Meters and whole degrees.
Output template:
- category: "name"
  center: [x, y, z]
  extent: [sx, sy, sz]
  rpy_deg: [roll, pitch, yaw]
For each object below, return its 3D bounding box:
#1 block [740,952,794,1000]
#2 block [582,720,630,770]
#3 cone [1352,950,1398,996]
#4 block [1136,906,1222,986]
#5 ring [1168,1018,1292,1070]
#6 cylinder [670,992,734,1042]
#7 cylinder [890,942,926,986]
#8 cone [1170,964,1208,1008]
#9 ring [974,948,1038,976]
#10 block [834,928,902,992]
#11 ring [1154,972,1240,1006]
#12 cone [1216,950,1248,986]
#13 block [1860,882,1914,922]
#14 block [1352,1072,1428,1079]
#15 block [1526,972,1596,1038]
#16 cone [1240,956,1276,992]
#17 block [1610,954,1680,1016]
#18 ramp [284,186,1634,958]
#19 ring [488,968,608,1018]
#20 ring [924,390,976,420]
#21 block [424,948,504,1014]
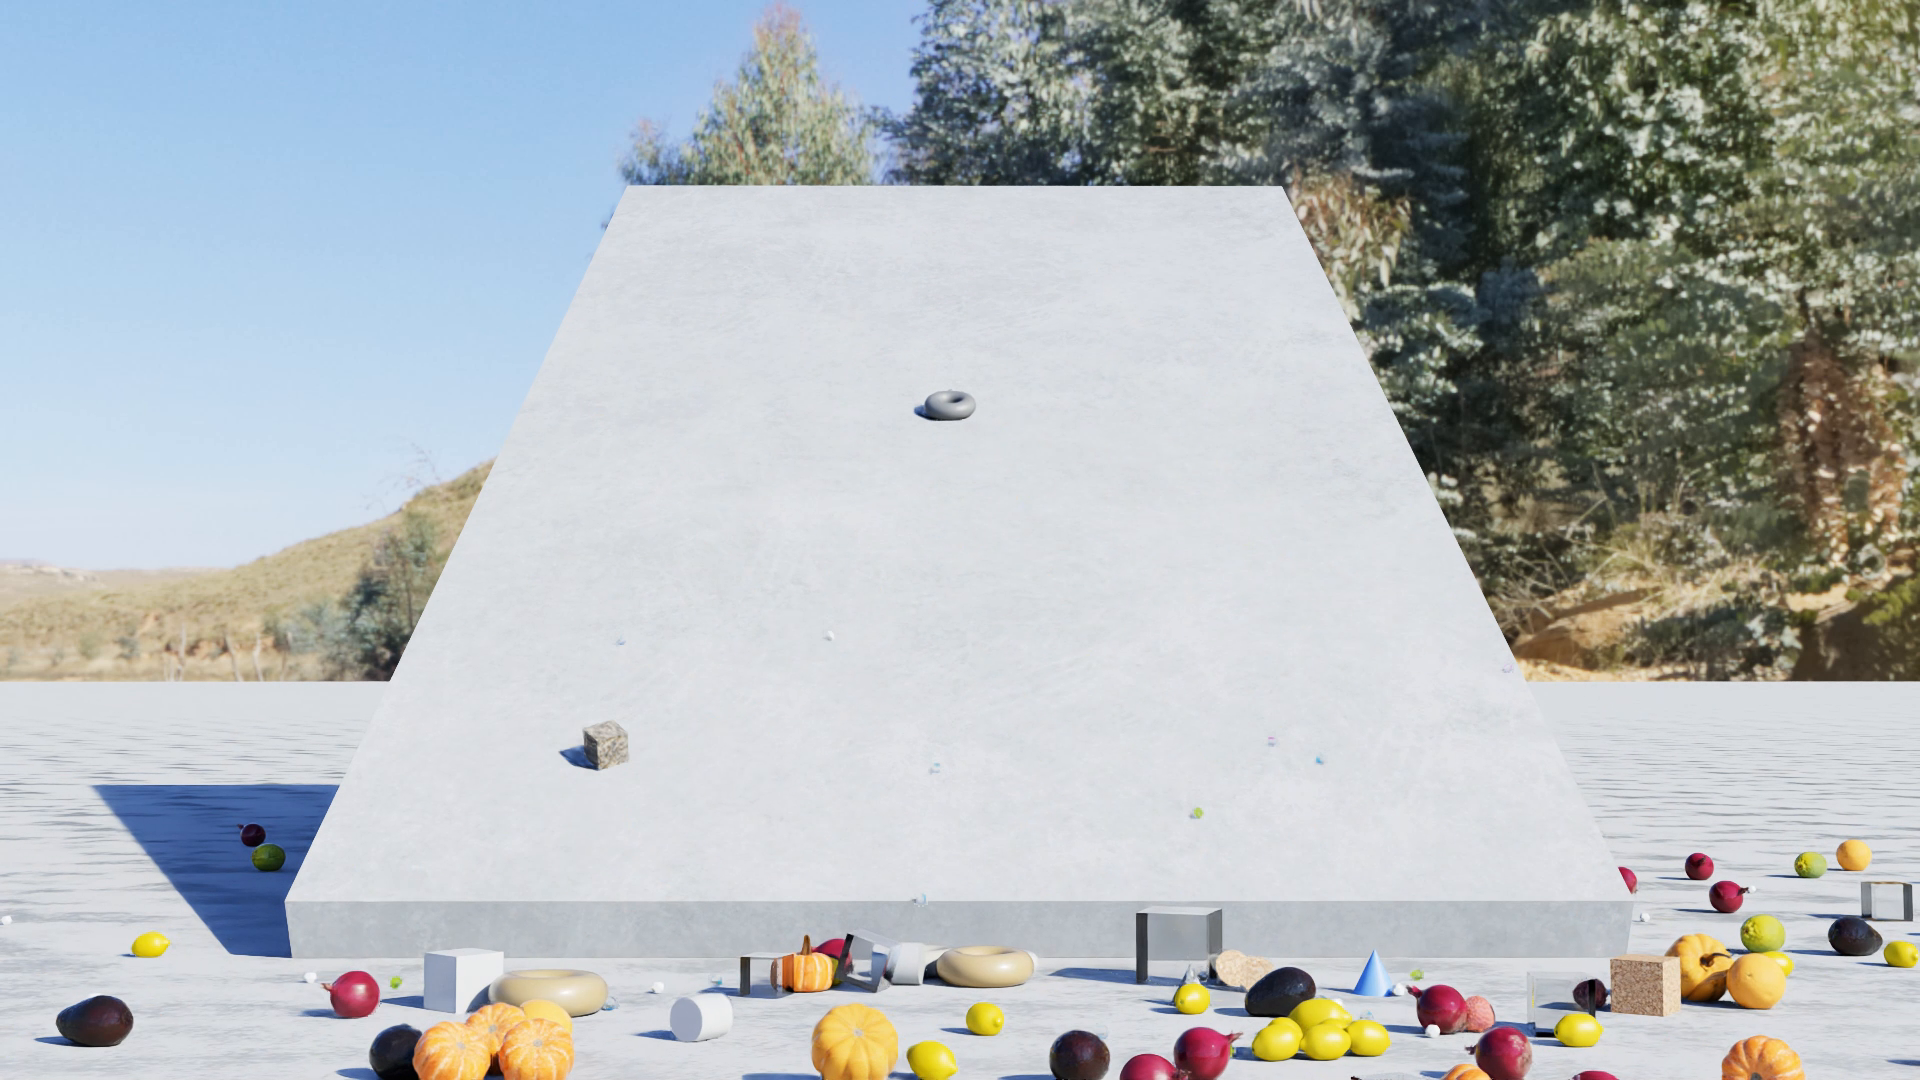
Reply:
- category: "block"
  center: [-0.255, 0.576, 3.075]
  extent: [0.054, 0.054, 0.054]
  rpy_deg: [-1, -4, 20]
- category: "block"
  center: [-0.582, 0.337, 3.821]
  extent: [0.055, 0.055, 0.055]
  rpy_deg: [-15, 28, -31]
- category: "cone"
  center: [0.553, 0.574, 3.097]
  extent: [0.060, 0.060, 0.060]
  rpy_deg: [0, -3, 0]
- category: "block"
  center: [0.304, 0.561, 3.212]
  extent: [0.098, 0.098, 0.098]
  rpy_deg: [-1, -4, 19]
- category: "ring"
  center: [0.297, 0.559, 2.562]
  extent: [0.135, 0.045, 0.135]
  rpy_deg: [4, 1, 0]
- category: "cylinder"
  center: [-0.301, 0.555, 2.702]
  extent: [0.052, 0.052, 0.052]
  rpy_deg: [-2, -4, 36]
- category: "cylinder"
  center: [-0.081, 0.581, 3.188]
  extent: [0.057, 0.057, 0.057]
  rpy_deg: [-1, -3, 9]
- category: "cone"
  center: [0.296, 0.571, 2.985]
  extent: [0.054, 0.054, 0.054]
  rpy_deg: [0, -3, 0]
- category: "ring"
  center: [0.066, 0.601, 3.313]
  extent: [0.093, 0.031, 0.093]
  rpy_deg: [1, -4, 0]
- category: "block"
  center: [-0.123, 0.567, 3.133]
  extent: [0.063, 0.063, 0.063]
  rpy_deg: [17, 1, 15]
- category: "ring"
  center: [0.308, 0.586, 3.020]
  extent: [0.112, 0.037, 0.112]
  rpy_deg: [6, -6, 1]
- category: "cone"
  center: [0.368, 0.598, 3.199]
  extent: [0.052, 0.052, 0.052]
  rpy_deg: [1, -30, -17]
- category: "block"
  center: [1.606, 0.626, 4.028]
  extent: [0.064, 0.064, 0.064]
  rpy_deg: [0, -3, -1]
- category: "block"
  center: [0.396, 0.519, 2.118]
  extent: [0.056, 0.056, 0.056]
  rpy_deg: [2, -4, -26]
- category: "block"
  center: [0.711, 0.549, 2.748]
  extent: [0.069, 0.069, 0.069]
  rpy_deg: [0, -3, 5]
- category: "cone"
  center: [0.399, 0.595, 3.132]
  extent: [0.051, 0.051, 0.051]
  rpy_deg: [0, -31, 0]
- category: "block"
  center: [0.864, 0.561, 2.930]
  extent: [0.067, 0.067, 0.067]
  rpy_deg: [-2, -4, 35]
- category: "ramp"
  center: [-0.008, -0.228, 5.293]
  extent: [2.000, 0.100, 4.000]
  rpy_deg: [0, 24, 0]
- category: "ring"
  center: [-0.517, 0.569, 2.920]
  extent: [0.149, 0.050, 0.149]
  rpy_deg: [1, -4, 0]
- category: "ring"
  center: [-0.022, -0.308, 5.301]
  extent: [0.120, 0.040, 0.120]
  rpy_deg: [-1, 25, 0]
- category: "block"
  center: [-0.632, 0.560, 2.958]
  extent: [0.071, 0.071, 0.071]
  rpy_deg: [-3, -5, 43]
